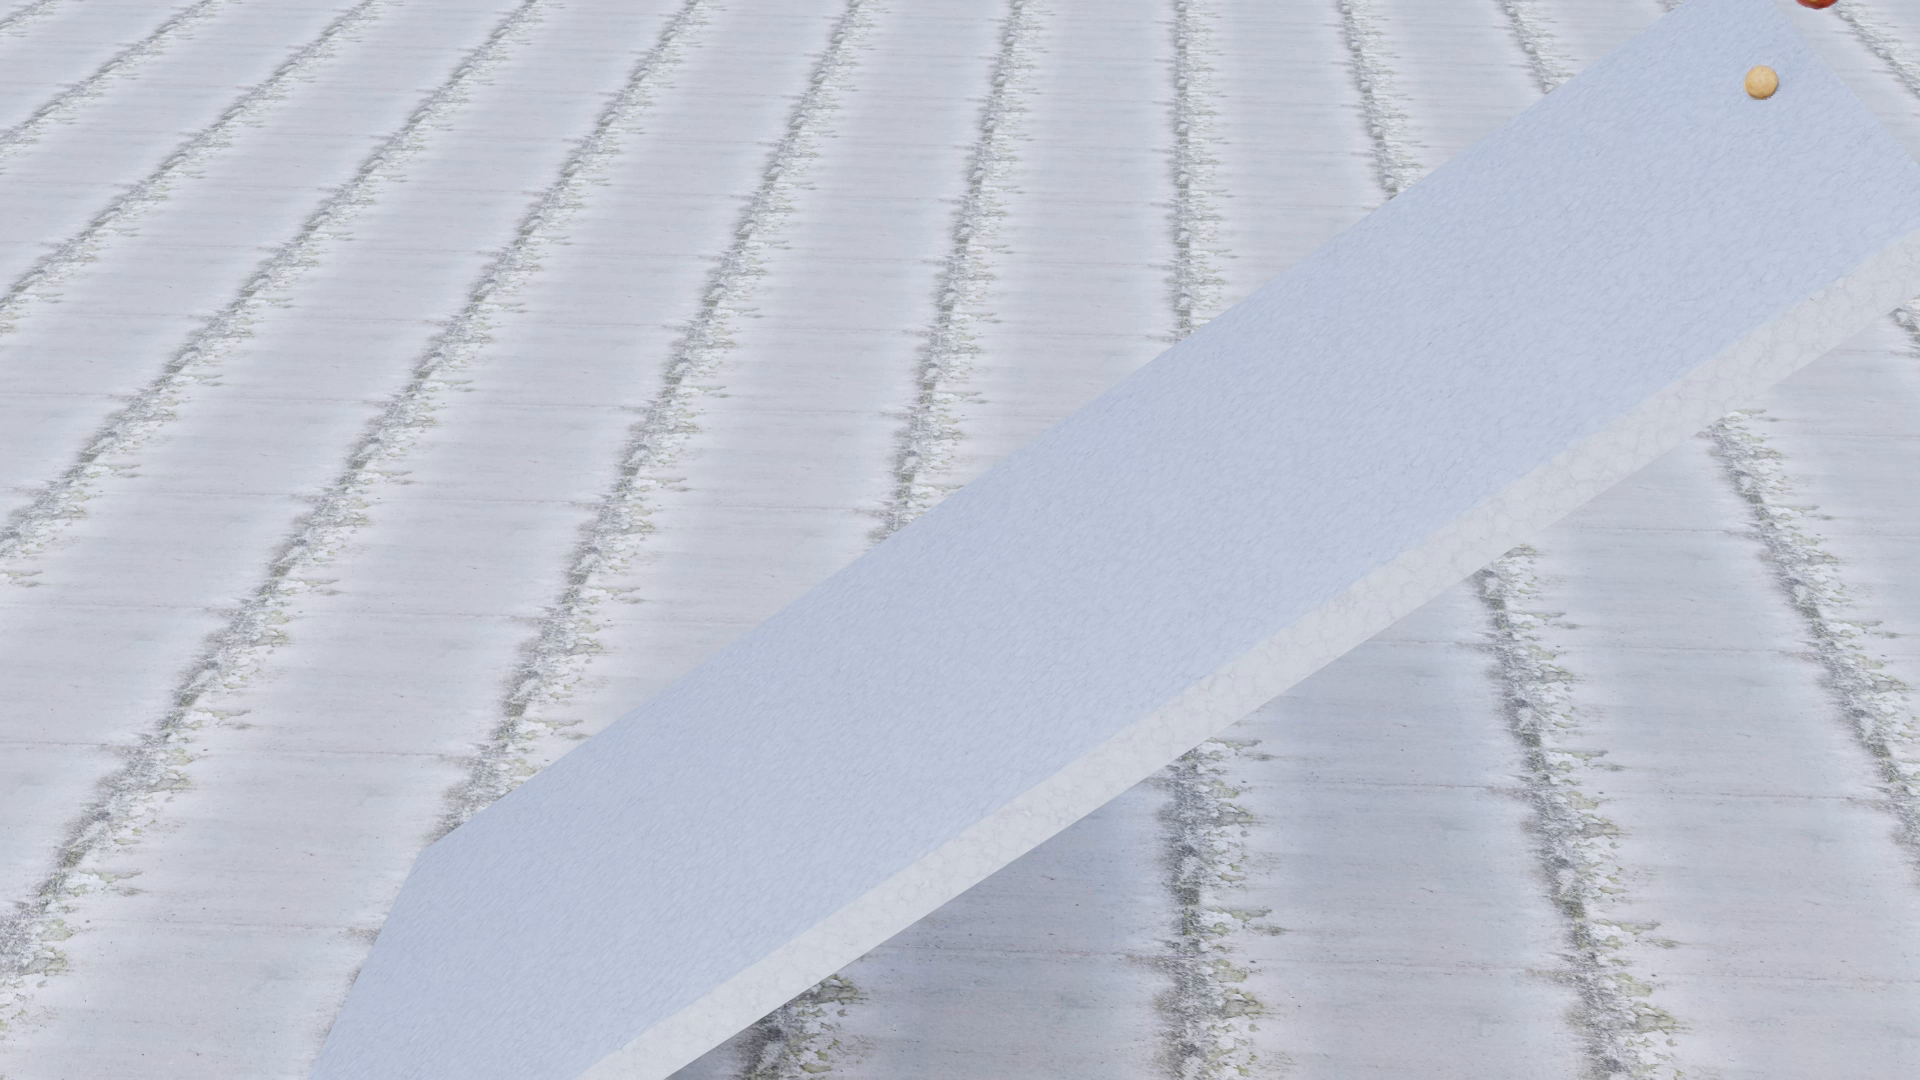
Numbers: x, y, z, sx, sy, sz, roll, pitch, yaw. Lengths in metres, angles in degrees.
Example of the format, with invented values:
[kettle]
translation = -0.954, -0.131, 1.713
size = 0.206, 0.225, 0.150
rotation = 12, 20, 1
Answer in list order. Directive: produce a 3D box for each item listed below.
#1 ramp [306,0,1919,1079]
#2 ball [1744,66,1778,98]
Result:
[ramp]
translation = 0.131, 0.177, 6.317
size = 4.000, 0.100, 2.000
rotation = -34, 16, 16
[ball]
translation = 1.587, -0.907, 5.824
size = 0.066, 0.066, 0.066
rotation = 0, 22, 0
